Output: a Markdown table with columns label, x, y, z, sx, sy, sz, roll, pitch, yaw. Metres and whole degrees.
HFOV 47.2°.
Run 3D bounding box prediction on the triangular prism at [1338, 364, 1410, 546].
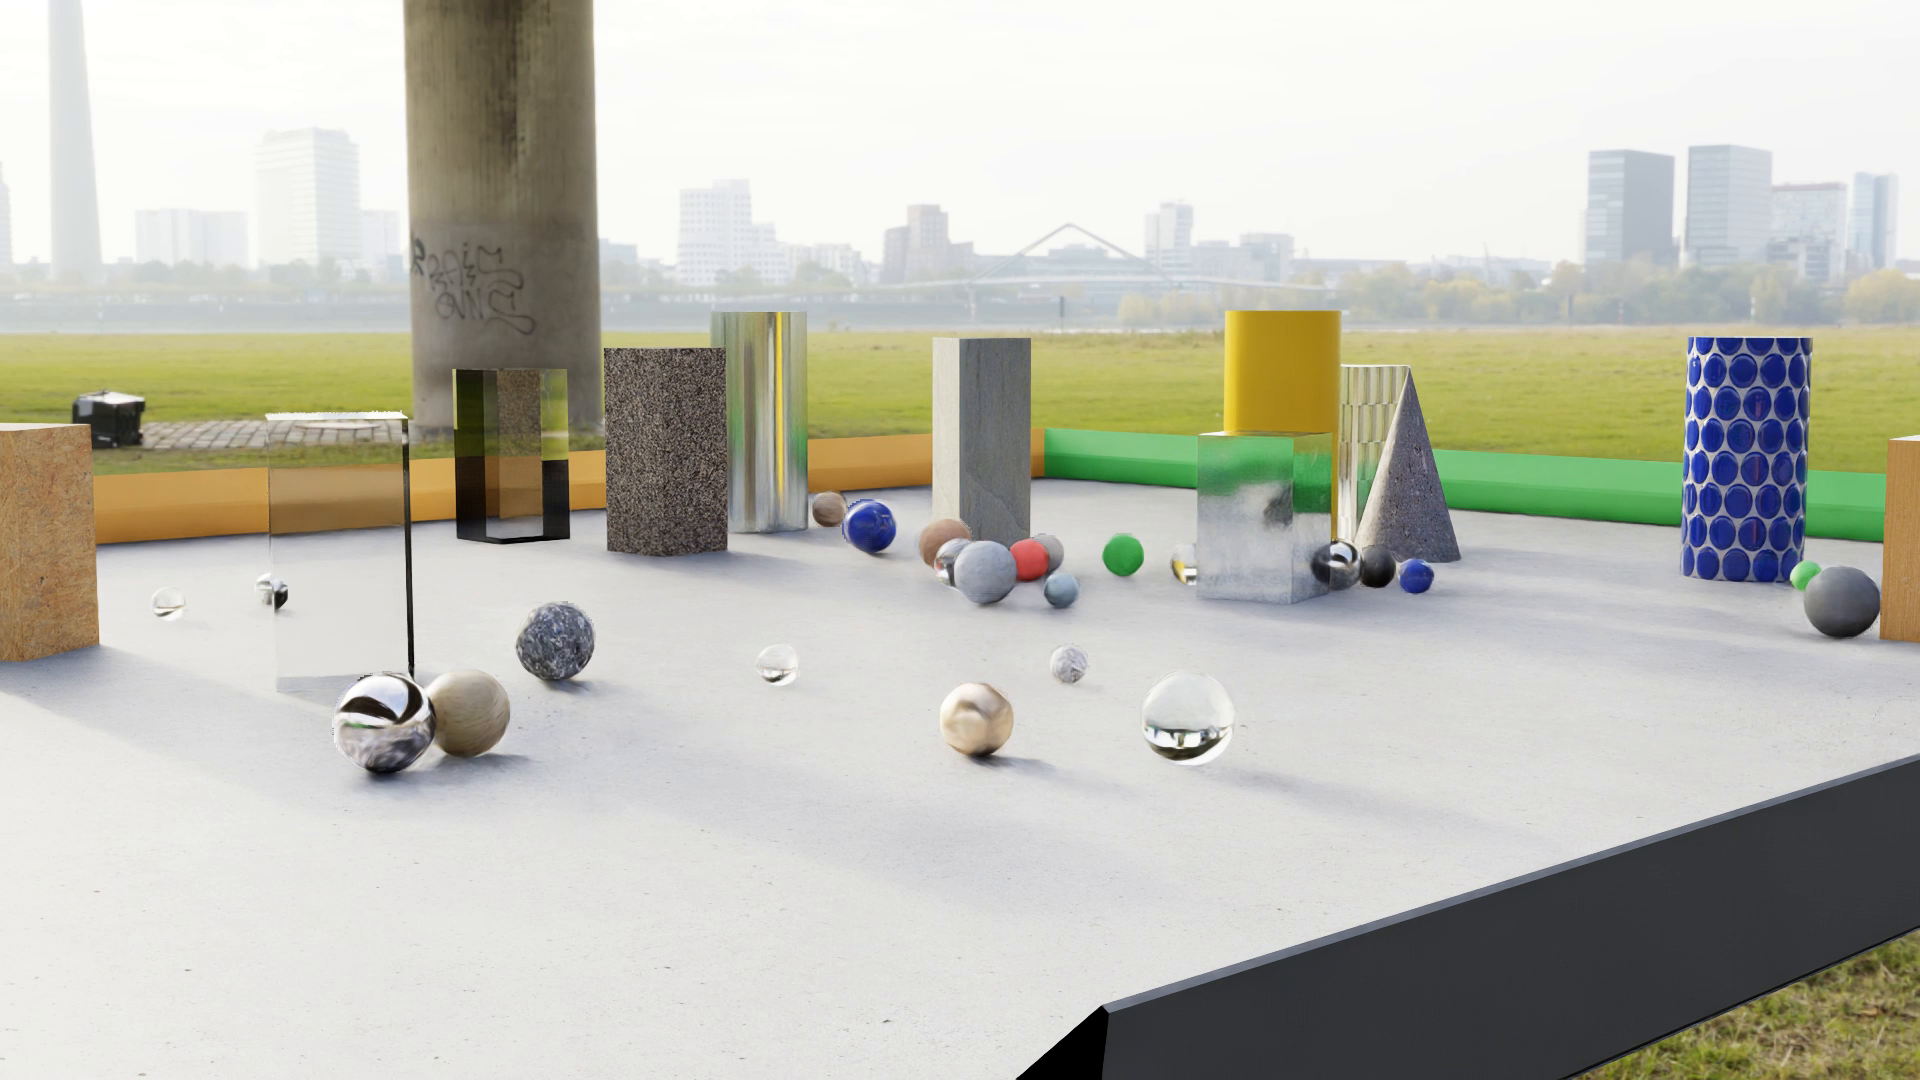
| label | x | y | z | sx | sy | sz | roll | pitch | yaw |
| --- | --- | --- | --- | --- | --- | --- | --- | --- | --- |
| triangular prism | 0.757 | -0.169 | 4.267 | 0.171 | 0.339 | 0.148 | -6 | 8 | -43 |

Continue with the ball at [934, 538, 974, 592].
| label | x | y | z | sx | sy | sz | roll | pitch | yaw |
| --- | --- | --- | --- | --- | --- | --- | --- | --- | --- |
| ball | 0.002 | 0.039 | 3.497 | 0.085 | 0.085 | 0.085 | 0 | 6 | 0 |

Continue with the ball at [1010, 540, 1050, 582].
| label | x | y | z | sx | sy | sz | roll | pitch | yaw |
| --- | --- | --- | --- | --- | --- | --- | --- | --- | --- |
| ball | 0.111 | 0.034 | 3.615 | 0.070 | 0.070 | 0.070 | 0 | 6 | 0 |

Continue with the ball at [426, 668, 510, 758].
| label | x | y | z | sx | sy | sz | roll | pitch | yaw |
| --- | --- | --- | --- | --- | --- | --- | --- | --- | --- |
| ball | -0.494 | 0.173 | 2.198 | 0.089 | 0.089 | 0.089 | 0 | 6 | 0 |

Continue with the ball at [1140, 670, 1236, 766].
| label | x | y | z | sx | sy | sz | roll | pitch | yaw |
| --- | --- | --- | --- | --- | --- | --- | --- | --- | --- |
| ball | 0.223 | 0.174 | 2.155 | 0.094 | 0.094 | 0.094 | 0 | 6 | 0 |

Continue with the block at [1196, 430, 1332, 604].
| label | x | y | z | sx | sy | sz | roll | pitch | yaw |
| --- | --- | --- | --- | --- | --- | --- | --- | --- | --- |
| block | 0.475 | -0.039 | 3.430 | 0.158 | 0.254 | 0.158 | 4 | 7 | 31 |

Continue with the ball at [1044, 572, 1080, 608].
| label | x | y | z | sx | sy | sz | roll | pitch | yaw |
| --- | --- | --- | --- | --- | --- | --- | --- | --- | --- |
| ball | 0.152 | 0.075 | 3.302 | 0.053 | 0.053 | 0.053 | 0 | 6 | 0 |

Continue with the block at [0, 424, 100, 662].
| label | x | y | z | sx | sy | sz | roll | pitch | yaw |
| --- | --- | --- | --- | --- | --- | --- | --- | --- | --- |
| block | -1.249 | -0.001 | 2.876 | 0.158 | 0.294 | 0.158 | 1 | 6 | 13 |

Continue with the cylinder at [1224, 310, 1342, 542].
| label | x | y | z | sx | sy | sz | roll | pitch | yaw |
| --- | --- | --- | --- | --- | --- | --- | --- | --- | --- |
| cylinder | 0.550 | -0.170 | 3.767 | 0.197 | 0.444 | 0.197 | 0 | 6 | 0 |

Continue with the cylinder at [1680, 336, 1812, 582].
| label | x | y | z | sx | sy | sz | roll | pitch | yaw |
| --- | --- | --- | --- | --- | --- | --- | --- | --- | --- |
| cylinder | 1.317 | -0.140 | 3.687 | 0.197 | 0.400 | 0.197 | 0 | 6 | 0 |

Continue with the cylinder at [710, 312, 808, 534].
| label | x | y | z | sx | sy | sz | roll | pitch | yaw |
| --- | --- | --- | --- | --- | --- | --- | --- | --- | --- |
| cylinder | -0.409 | -0.243 | 4.479 | 0.197 | 0.442 | 0.197 | 0 | 6 | 0 |

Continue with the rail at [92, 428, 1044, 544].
| label | x | y | z | sx | sy | sz | roll | pitch | yaw |
| --- | --- | --- | --- | --- | --- | --- | --- | --- | --- |
| rail | -1.180 | -0.100 | 4.604 | 3.876 | 0.128 | 0.045 | -5 | 8 | -42 |

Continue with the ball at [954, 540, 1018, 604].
| label | x | y | z | sx | sy | sz | roll | pitch | yaw |
| --- | --- | --- | --- | --- | --- | --- | --- | --- | --- |
| ball | 0.039 | 0.049 | 3.339 | 0.097 | 0.097 | 0.097 | 0 | 6 | 0 |

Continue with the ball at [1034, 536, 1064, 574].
| label | x | y | z | sx | sy | sz | roll | pitch | yaw |
| --- | --- | --- | --- | --- | --- | --- | --- | --- | --- |
| ball | 0.145 | 0.024 | 3.735 | 0.065 | 0.065 | 0.065 | 0 | 6 | 0 |

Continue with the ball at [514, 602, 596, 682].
| label | x | y | z | sx | sy | sz | roll | pitch | yaw |
| --- | --- | --- | --- | --- | --- | --- | --- | --- | --- |
| ball | -0.487 | 0.122 | 2.647 | 0.095 | 0.095 | 0.095 | 0 | 6 | 0 |

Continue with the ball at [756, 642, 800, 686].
| label | x | y | z | sx | sy | sz | roll | pitch | yaw |
| --- | --- | --- | --- | --- | --- | --- | --- | --- | --- |
| ball | -0.216 | 0.148 | 2.612 | 0.052 | 0.052 | 0.052 | 0 | 6 | 0 |

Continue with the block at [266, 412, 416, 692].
| label | x | y | z | sx | sy | sz | roll | pitch | yaw |
| --- | --- | --- | --- | --- | --- | --- | --- | --- | --- |
| block | -0.750 | 0.009 | 2.659 | 0.158 | 0.318 | 0.158 | -2 | 6 | -18 |

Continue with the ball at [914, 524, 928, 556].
| label | x | y | z | sx | sy | sz | roll | pitch | yaw |
| --- | --- | --- | --- | --- | --- | --- | --- | --- | --- |
| ball | -0.049 | 0.003 | 3.921 | 0.068 | 0.068 | 0.068 | 0 | 6 | 0 |

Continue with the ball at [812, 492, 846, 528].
| label | x | y | z | sx | sy | sz | roll | pitch | yaw |
| --- | --- | --- | --- | --- | --- | --- | --- | --- | --- |
| ball | -0.269 | -0.063 | 4.524 | 0.073 | 0.073 | 0.073 | 0 | 6 | 0 |

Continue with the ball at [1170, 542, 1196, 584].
| label | x | y | z | sx | sy | sz | roll | pitch | yaw |
| --- | --- | --- | --- | --- | --- | --- | --- | --- | --- |
| ball | 0.377 | 0.039 | 3.576 | 0.069 | 0.069 | 0.069 | 0 | 6 | 0 |

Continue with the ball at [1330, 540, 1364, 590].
| label | x | y | z | sx | sy | sz | roll | pitch | yaw |
| --- | --- | --- | --- | --- | --- | --- | --- | --- | --- |
| ball | 0.602 | 0.041 | 3.502 | 0.080 | 0.080 | 0.080 | 0 | 6 | 0 |

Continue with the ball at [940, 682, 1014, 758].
| label | x | y | z | sx | sy | sz | roll | pitch | yaw |
| --- | --- | --- | --- | --- | --- | --- | --- | --- | --- |
| ball | 0.017 | 0.179 | 2.198 | 0.075 | 0.075 | 0.075 | 0 | 6 | 0 |

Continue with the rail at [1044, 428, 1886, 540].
| label | x | y | z | sx | sy | sz | roll | pitch | yaw |
| --- | --- | --- | --- | --- | --- | --- | --- | --- | --- |
| rail | 1.407 | -0.101 | 4.623 | 0.045 | 0.128 | 3.529 | -5 | 8 | -42 |

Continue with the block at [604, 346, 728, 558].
| label | x | y | z | sx | sy | sz | roll | pitch | yaw |
| --- | --- | --- | --- | --- | --- | --- | --- | --- | --- |
| block | -0.544 | -0.167 | 4.071 | 0.158 | 0.376 | 0.158 | 5 | 8 | 40 |

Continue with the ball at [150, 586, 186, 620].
| label | x | y | z | sx | sy | sz | roll | pitch | yaw |
| --- | --- | --- | --- | --- | --- | --- | --- | --- | --- |
| ball | -1.139 | 0.092 | 3.163 | 0.049 | 0.049 | 0.049 | 0 | 6 | 0 |

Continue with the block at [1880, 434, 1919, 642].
| label | x | y | z | sx | sy | sz | roll | pitch | yaw |
| --- | --- | --- | --- | --- | --- | --- | --- | --- | --- |
| block | 1.361 | -0.002 | 2.988 | 0.158 | 0.271 | 0.158 | 5 | 8 | 38 |

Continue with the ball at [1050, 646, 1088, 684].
| label | x | y | z | sx | sy | sz | roll | pitch | yaw |
| --- | --- | --- | --- | --- | --- | --- | --- | --- | --- |
| ball | 0.130 | 0.149 | 2.632 | 0.046 | 0.046 | 0.046 | 0 | 6 | 0 |

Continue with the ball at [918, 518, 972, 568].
| label | x | y | z | sx | sy | sz | roll | pitch | yaw |
| --- | --- | --- | --- | --- | --- | --- | --- | --- | --- |
| ball | -0.024 | 0.008 | 3.651 | 0.089 | 0.089 | 0.089 | 0 | 6 | 0 |

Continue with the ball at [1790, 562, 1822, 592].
| label | x | y | z | sx | sy | sz | roll | pitch | yaw |
| --- | --- | --- | --- | --- | --- | --- | --- | --- | --- |
| ball | 1.339 | 0.059 | 3.473 | 0.051 | 0.051 | 0.051 | 0 | 6 | 0 |

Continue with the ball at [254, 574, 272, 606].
| label | x | y | z | sx | sy | sz | roll | pitch | yaw |
| --- | --- | --- | --- | --- | --- | --- | --- | --- | --- |
| ball | -1.044 | 0.074 | 3.332 | 0.048 | 0.048 | 0.048 | 0 | 6 | 0 |

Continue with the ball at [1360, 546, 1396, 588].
| label | x | y | z | sx | sy | sz | roll | pitch | yaw |
| --- | --- | --- | --- | --- | --- | --- | --- | --- | --- |
| ball | 0.668 | 0.044 | 3.534 | 0.067 | 0.067 | 0.067 | 0 | 6 | 0 |

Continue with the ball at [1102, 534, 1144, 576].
| label | x | y | z | sx | sy | sz | roll | pitch | yaw |
| --- | --- | --- | --- | --- | --- | --- | --- | --- | --- |
| ball | 0.274 | 0.026 | 3.691 | 0.070 | 0.070 | 0.070 | 0 | 6 | 0 |

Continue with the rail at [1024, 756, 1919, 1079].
| label | x | y | z | sx | sy | sz | roll | pitch | yaw |
| --- | --- | --- | --- | --- | --- | --- | --- | --- | --- |
| rail | 1.180 | 0.166 | 2.060 | 3.876 | 0.128 | 0.045 | -5 | 8 | -42 |

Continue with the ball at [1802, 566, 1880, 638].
| label | x | y | z | sx | sy | sz | roll | pitch | yaw |
| --- | --- | --- | --- | --- | --- | --- | --- | --- | --- |
| ball | 1.200 | 0.084 | 2.993 | 0.099 | 0.099 | 0.099 | 0 | 6 | 0 |

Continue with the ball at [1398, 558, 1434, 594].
| label | x | y | z | sx | sy | sz | roll | pitch | yaw |
| --- | --- | --- | --- | --- | --- | --- | --- | --- | --- |
| ball | 0.717 | 0.057 | 3.461 | 0.057 | 0.057 | 0.057 | 0 | 6 | 0 |

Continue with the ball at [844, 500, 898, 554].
| label | x | y | z | sx | sy | sz | roll | pitch | yaw |
| --- | --- | --- | --- | --- | --- | --- | --- | --- | --- |
| ball | -0.164 | -0.024 | 4.043 | 0.097 | 0.097 | 0.097 | 0 | 6 | 0 |

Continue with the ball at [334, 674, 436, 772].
| label | x | y | z | sx | sy | sz | roll | pitch | yaw |
| --- | --- | --- | --- | --- | --- | --- | --- | --- | --- |
| ball | -0.555 | 0.177 | 2.123 | 0.096 | 0.096 | 0.096 | 0 | 6 | 0 |

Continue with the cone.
| label | x | y | z | sx | sy | sz | roll | pitch | yaw |
| --- | --- | --- | --- | --- | --- | --- | --- | --- | --- |
| cone | 0.806 | -0.140 | 3.959 | 0.197 | 0.344 | 0.197 | 0 | 6 | 0 |

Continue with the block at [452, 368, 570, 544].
| label | x | y | z | sx | sy | sz | roll | pitch | yaw |
| --- | --- | --- | --- | --- | --- | --- | --- | --- | --- |
| block | -0.874 | -0.167 | 4.283 | 0.158 | 0.331 | 0.158 | -6 | 8 | -44 |

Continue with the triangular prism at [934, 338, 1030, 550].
| label | x | y | z | sx | sy | sz | roll | pitch | yaw |
| --- | --- | --- | --- | --- | --- | --- | --- | --- | --- |
| triangular prism | 0.009 | -0.149 | 3.792 | 0.148 | 0.398 | 0.171 | 6 | 8 | 44 |
